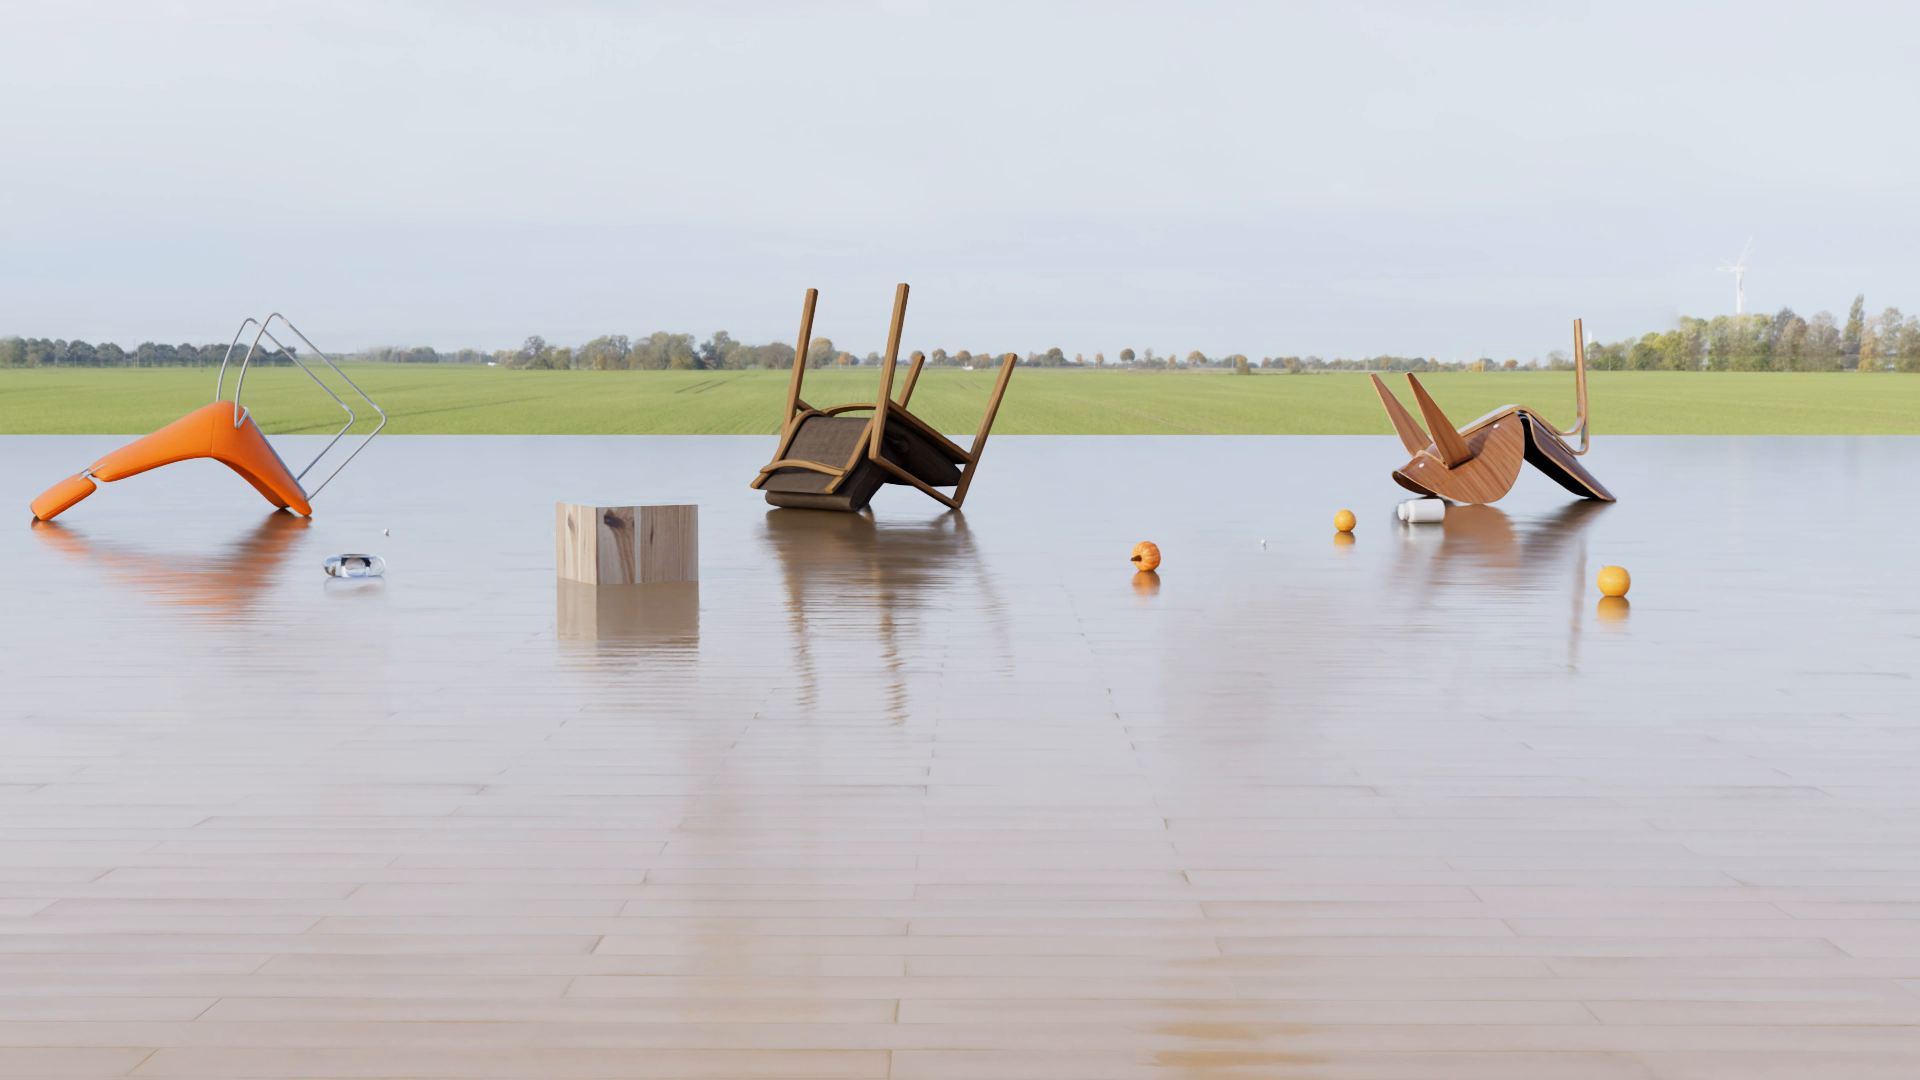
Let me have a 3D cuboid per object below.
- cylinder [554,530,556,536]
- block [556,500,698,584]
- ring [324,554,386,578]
[{"bbox_3d":[-1.162,-0.026,6.548,0.075,0.050,0.060,-14,0,18],"label":"cylinder"},{"bbox_3d":[-0.792,0.002,5.218,0.252,0.179,0.277,-2,5,-29],"label":"block"},{"bbox_3d":[-1.458,0.061,5.294,0.133,0.050,0.150,5,6,43],"label":"ring"}]
